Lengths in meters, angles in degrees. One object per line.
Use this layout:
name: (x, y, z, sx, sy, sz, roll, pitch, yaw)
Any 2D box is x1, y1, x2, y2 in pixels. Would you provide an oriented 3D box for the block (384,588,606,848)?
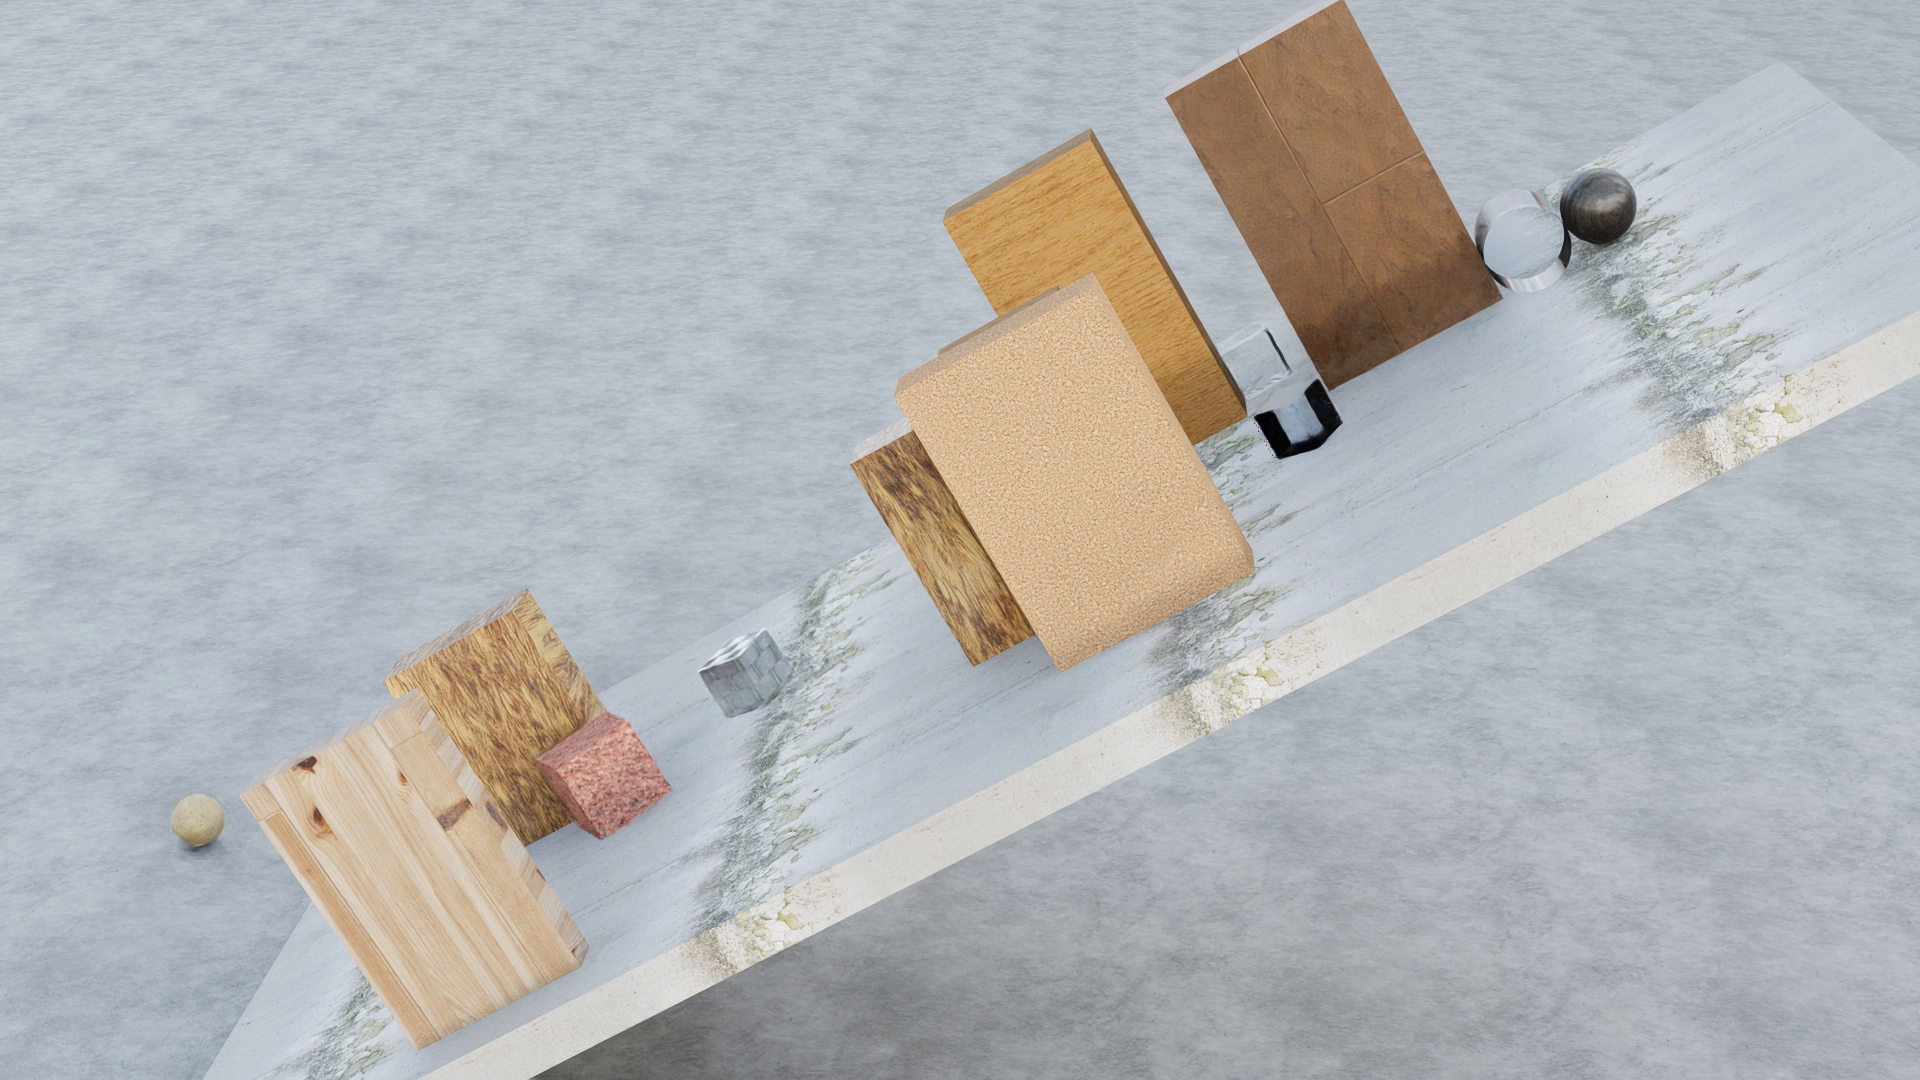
block: (-0.997, 0.412, 6.583, 0.346, 0.487, 0.149, -28, 15, 12)

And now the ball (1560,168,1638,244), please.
ball: (1.355, -0.710, 6.243, 0.161, 0.161, 0.161, 0, 18, 0)

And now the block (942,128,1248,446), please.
block: (0.305, -0.508, 6.568, 0.372, 0.716, 0.140, -28, 15, 12)

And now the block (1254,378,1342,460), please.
block: (0.705, -0.253, 6.130, 0.110, 0.110, 0.110, -16, 21, 45)

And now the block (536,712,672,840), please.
block: (-0.775, 0.511, 6.409, 0.186, 0.186, 0.186, -35, 15, -16)

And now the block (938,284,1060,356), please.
block: (0.227, -0.159, 5.744, 0.266, 0.624, 0.093, -28, 15, 12)

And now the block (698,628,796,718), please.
block: (-0.481, 0.301, 6.632, 0.130, 0.130, 0.130, -20, 18, 37)

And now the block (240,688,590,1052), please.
block: (-1.045, 0.638, 5.659, 0.382, 0.617, 0.092, -28, 15, 12)

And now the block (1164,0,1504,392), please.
block: (0.802, -0.744, 6.314, 0.422, 0.737, 0.118, -28, 15, 12)

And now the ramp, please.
ramp: (0.142, 0.168, 6.284, 4.000, 0.100, 2.000, -28, 15, 12)

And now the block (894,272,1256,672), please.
block: (0.222, -0.125, 5.617, 0.426, 0.635, 0.129, -28, 15, 12)

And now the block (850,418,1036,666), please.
block: (0.023, -0.030, 5.984, 0.269, 0.495, 0.140, -28, 15, 12)

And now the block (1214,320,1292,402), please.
block: (0.666, -0.410, 6.710, 0.122, 0.122, 0.122, -31, 14, 2)

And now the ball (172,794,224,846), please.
ball: (-1.991, 0.732, 7.687, 0.134, 0.134, 0.134, 0, 18, 0)

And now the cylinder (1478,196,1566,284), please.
cylinder: (1.200, -0.640, 6.276, 0.184, 0.184, 0.184, 4, 7, 12)
